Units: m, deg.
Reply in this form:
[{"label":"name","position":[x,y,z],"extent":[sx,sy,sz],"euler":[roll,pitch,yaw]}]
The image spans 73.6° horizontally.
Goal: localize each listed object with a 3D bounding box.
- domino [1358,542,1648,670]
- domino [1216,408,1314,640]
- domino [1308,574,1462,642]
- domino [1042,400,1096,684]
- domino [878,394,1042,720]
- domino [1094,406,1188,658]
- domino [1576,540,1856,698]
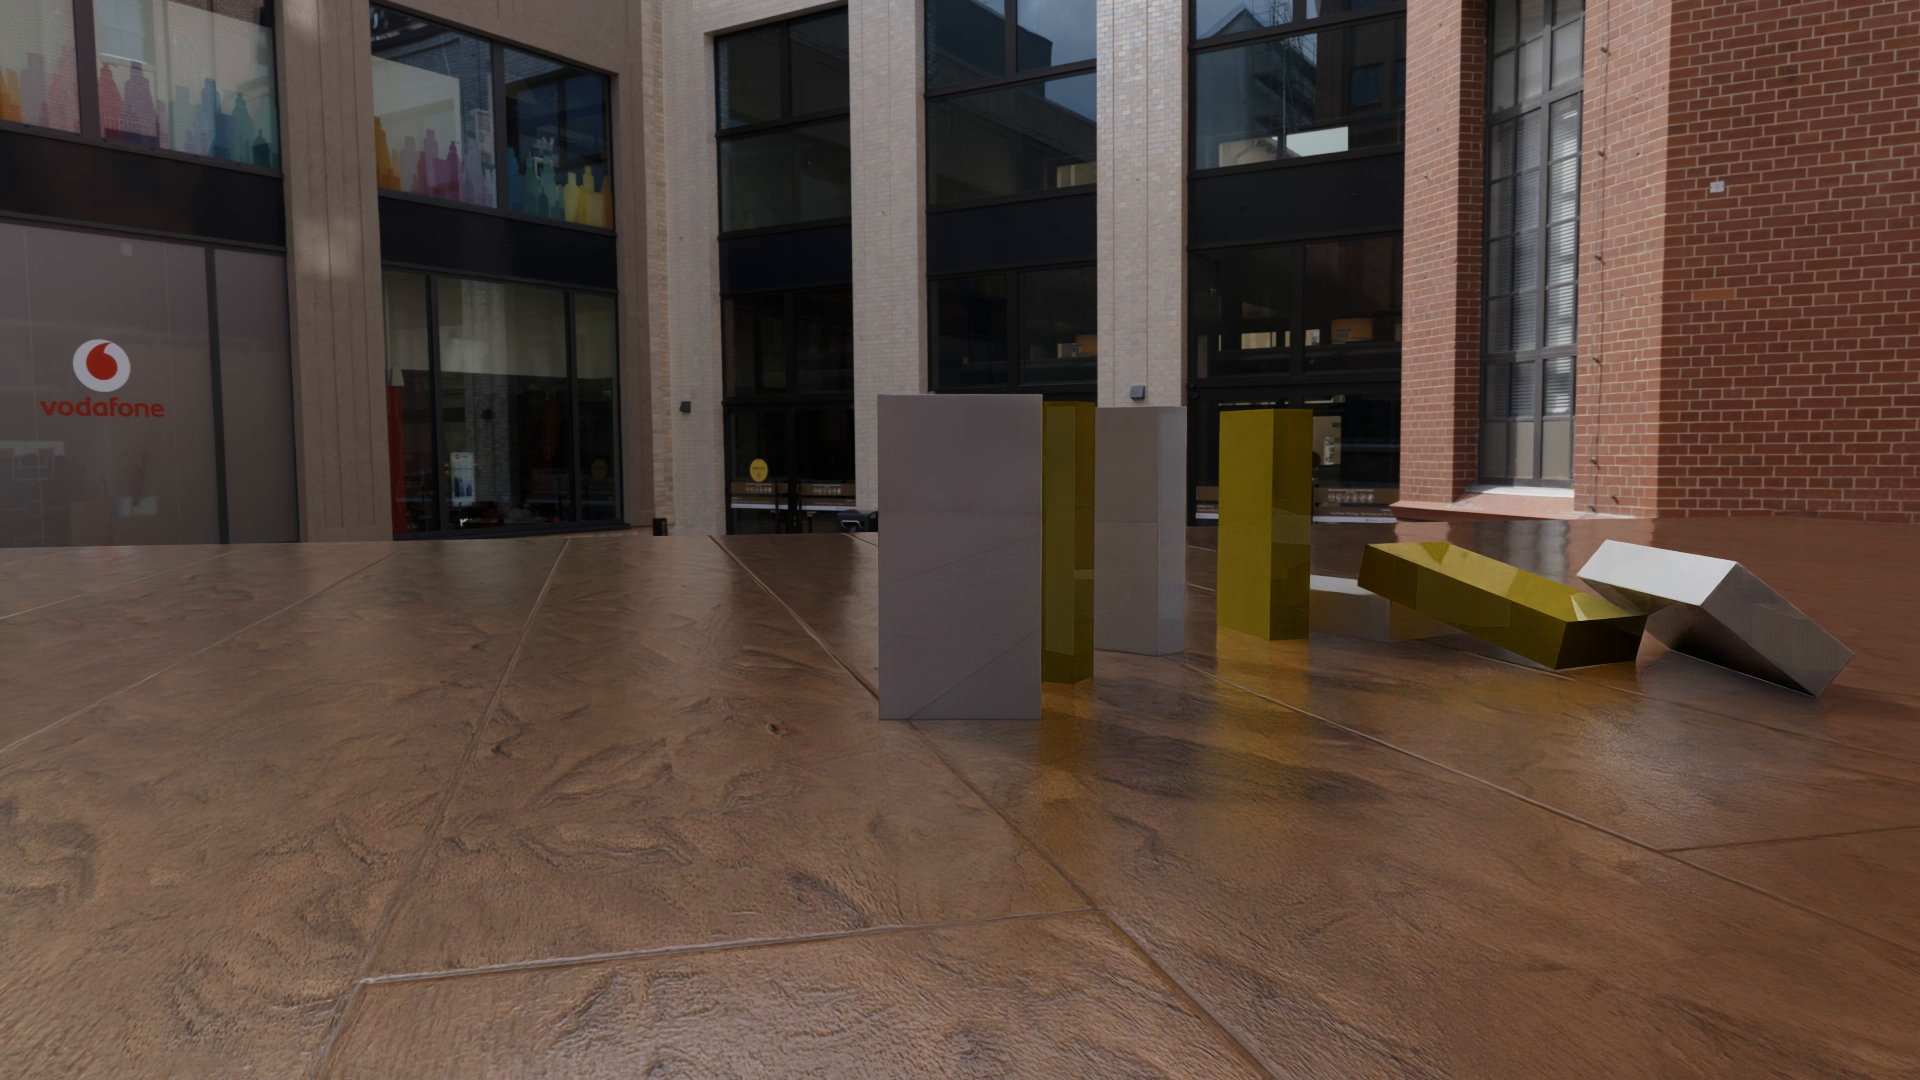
[{"label":"domino","position":[0.111,0.012,0.266],"extent":[0.025,0.010,0.050],"euler":[-1,17,-30]},{"label":"domino","position":[0.068,-0.004,0.289],"extent":[0.010,0.050,0.025],"euler":[-1,4,-15]},{"label":"domino","position":[0.089,0.015,0.302],"extent":[0.025,0.009,0.050],"euler":[-3,5,-33]},{"label":"domino","position":[0.011,0.000,0.235],"extent":[0.025,0.050,0.010],"euler":[2,5,27]},{"label":"domino","position":[0.000,0.002,0.201],"extent":[0.025,0.050,0.010],"euler":[0,4,0]},{"label":"domino","position":[0.034,-0.002,0.267],"extent":[0.025,0.050,0.009],"euler":[4,6,43]},{"label":"domino","position":[0.138,0.013,0.239],"extent":[0.025,0.009,0.050],"euler":[38,6,0]}]
